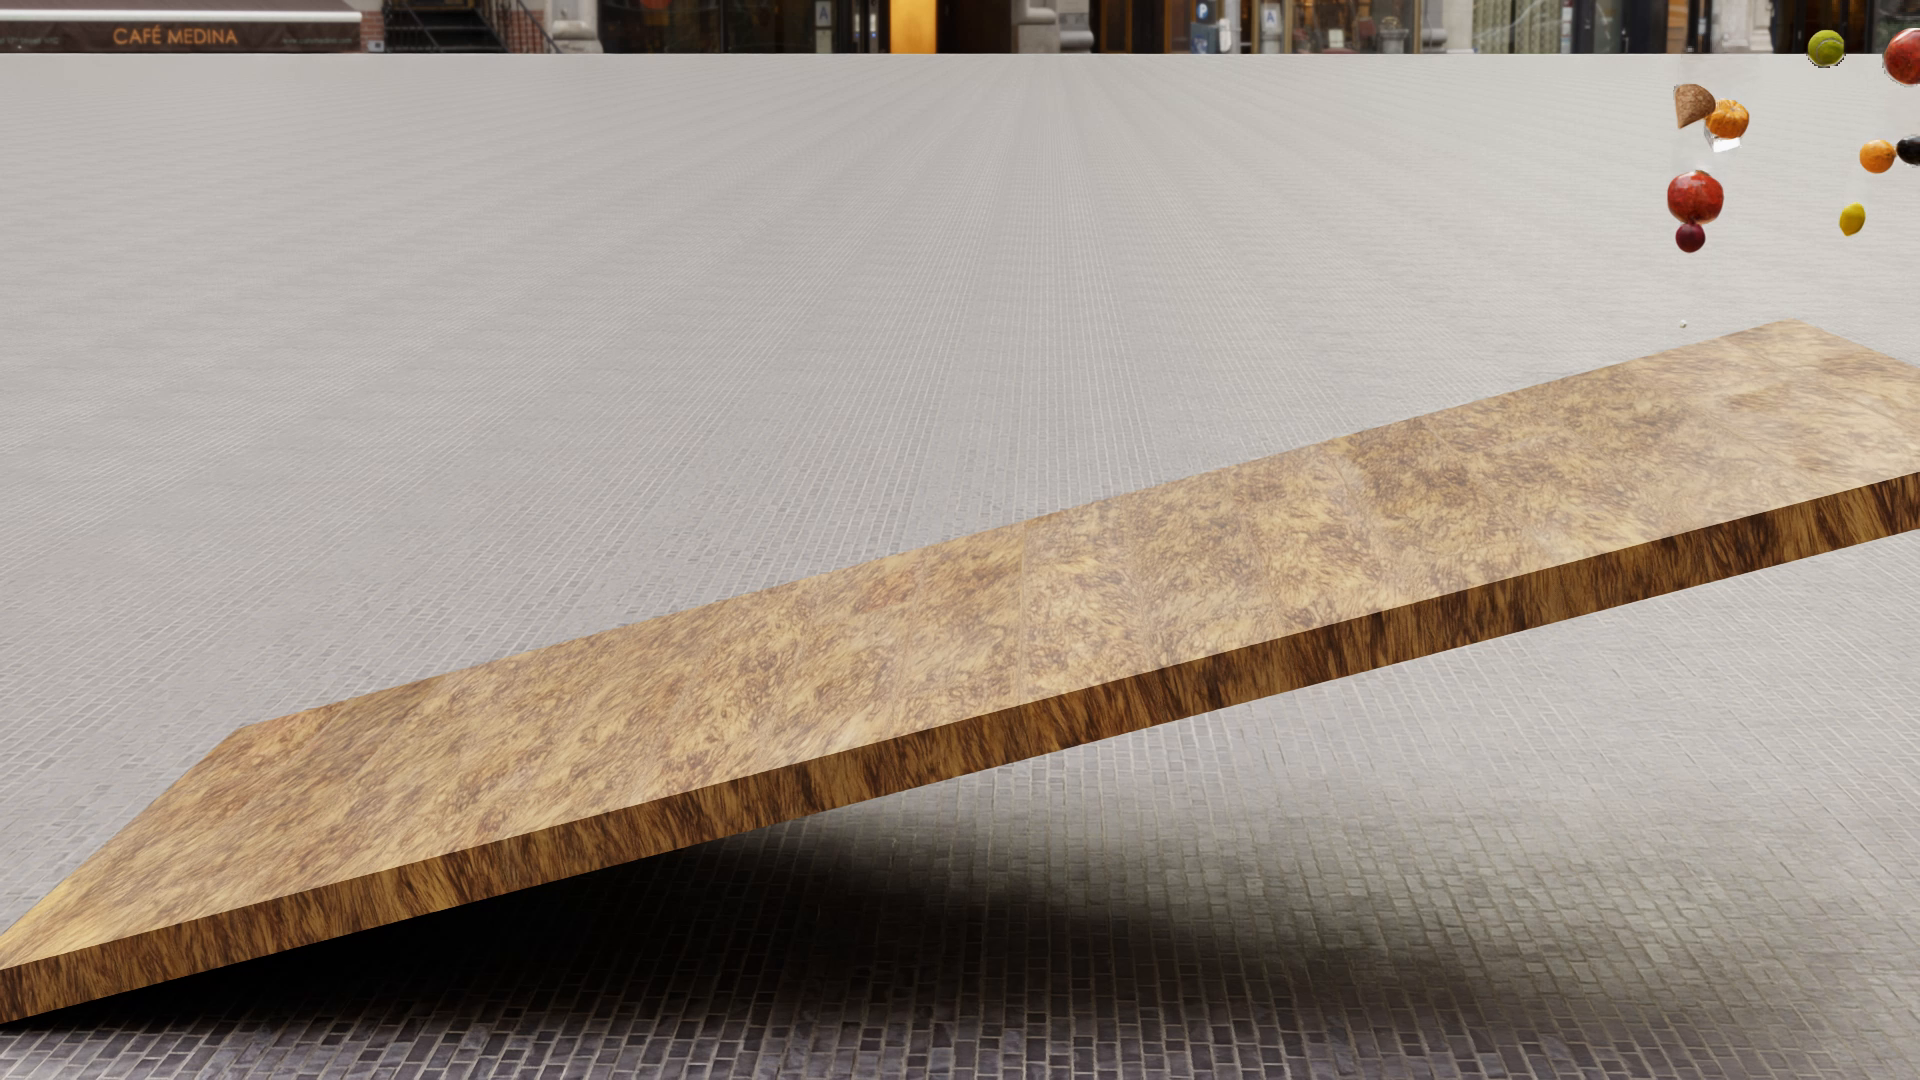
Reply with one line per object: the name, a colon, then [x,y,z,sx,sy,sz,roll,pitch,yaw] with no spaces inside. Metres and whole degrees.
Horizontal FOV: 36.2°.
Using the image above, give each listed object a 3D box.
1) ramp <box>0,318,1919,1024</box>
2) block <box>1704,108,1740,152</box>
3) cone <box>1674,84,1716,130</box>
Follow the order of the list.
ramp: [0.081,0.191,6.329,4.000,0.100,2.000,-15,9,4]
block: [1.605,-0.862,6.192,0.058,0.058,0.058,-15,48,3]
cone: [1.464,-0.856,5.924,0.088,0.088,0.088,9,55,41]
